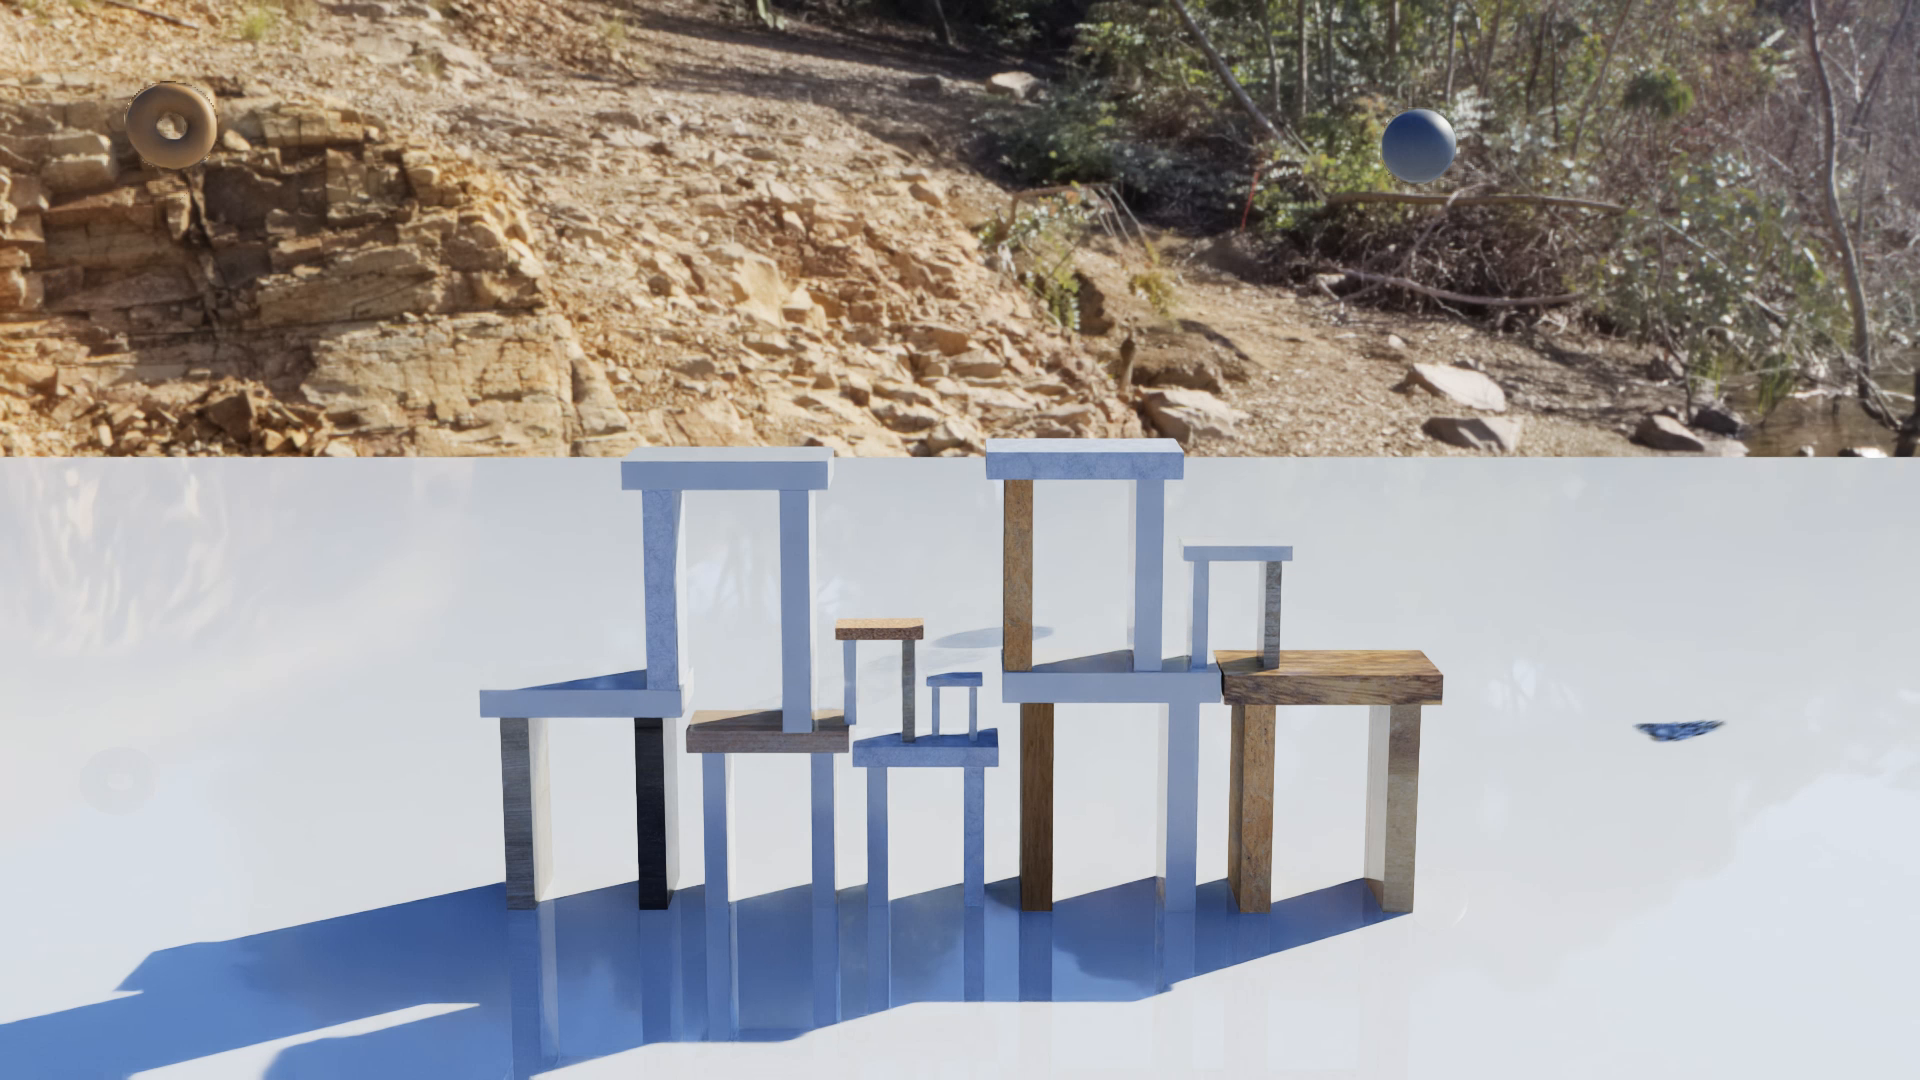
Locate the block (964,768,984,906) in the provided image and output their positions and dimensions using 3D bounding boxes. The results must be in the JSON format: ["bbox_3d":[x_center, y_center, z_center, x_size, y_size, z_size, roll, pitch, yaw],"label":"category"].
[{"bbox_3d":[0.023,0.474,3.646,0.034,0.237,0.118,0,11,0],"label":"block"}]

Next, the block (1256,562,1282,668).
[{"bbox_3d":[0.503,0.113,3.577,0.025,0.177,0.087,0,11,0],"label":"block"}]

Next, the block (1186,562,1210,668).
[{"bbox_3d":[0.386,0.112,3.577,0.025,0.175,0.087,0,11,0],"label":"block"}]

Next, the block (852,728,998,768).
[{"bbox_3d":[-0.056,0.341,3.621,0.237,0.034,0.118,0,11,0],"label":"block"}]

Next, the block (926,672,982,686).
[{"bbox_3d":[-0.009,0.228,3.600,0.092,0.013,0.046,0,11,0],"label":"block"}]

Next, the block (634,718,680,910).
[{"bbox_3d":[-0.501,0.430,3.643,0.046,0.324,0.162,0,11,0],"label":"block"}]

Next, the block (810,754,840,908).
[{"bbox_3d":[-0.223,0.462,3.641,0.037,0.263,0.131,0,11,0],"label":"block"}]

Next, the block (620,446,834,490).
[{"bbox_3d":[-0.370,-0.116,3.538,0.325,0.046,0.162,0,11,0],"label":"block"}]

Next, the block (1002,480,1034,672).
[{"bbox_3d":[0.094,0.044,3.572,0.044,0.311,0.155,0,11,0],"label":"block"}]

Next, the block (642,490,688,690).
[{"bbox_3d":[-0.478,0.067,3.572,0.046,0.325,0.162,0,11,0],"label":"block"}]

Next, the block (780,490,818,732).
[{"bbox_3d":[-0.262,0.101,3.577,0.046,0.395,0.162,0,11,0],"label":"block"}]

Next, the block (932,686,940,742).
[{"bbox_3d":[-0.040,0.279,3.610,0.013,0.092,0.046,0,11,0],"label":"block"}]

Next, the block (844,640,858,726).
[{"bbox_3d":[-0.179,0.225,3.600,0.020,0.142,0.071,0,11,0],"label":"block"}]

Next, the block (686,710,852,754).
[{"bbox_3d":[-0.311,0.314,3.613,0.263,0.037,0.131,0,11,0],"label":"block"}]

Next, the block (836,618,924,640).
[{"bbox_3d":[-0.131,0.145,3.586,0.142,0.020,0.071,0,11,-1],"label":"block"}]

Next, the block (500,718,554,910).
[{"bbox_3d":[-0.717,0.430,3.643,0.046,0.324,0.162,0,11,0],"label":"block"}]

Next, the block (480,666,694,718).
[{"bbox_3d":[-0.609,0.248,3.609,0.324,0.046,0.162,0,11,0],"label":"block"}]

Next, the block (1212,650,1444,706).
[{"bbox_3d":[0.597,0.224,3.597,0.348,0.049,0.174,0,11,0],"label":"block"}]

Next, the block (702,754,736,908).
[{"bbox_3d":[-0.398,0.462,3.641,0.037,0.263,0.131,0,11,0],"label":"block"}]

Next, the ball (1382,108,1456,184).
[{"bbox_3d":[1.176,-1.009,5.636,0.189,0.189,0.189,0,11,0],"label":"ball"}]

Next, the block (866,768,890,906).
[{"bbox_3d":[-0.135,0.474,3.646,0.034,0.237,0.118,0,11,0],"label":"block"}]

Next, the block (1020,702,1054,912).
[{"bbox_3d":[0.126,0.417,3.641,0.050,0.350,0.175,0,11,0],"label":"block"}]

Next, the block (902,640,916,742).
[{"bbox_3d":[-0.084,0.240,3.604,0.020,0.172,0.071,0,11,0],"label":"block"}]

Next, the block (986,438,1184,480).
[{"bbox_3d":[0.197,-0.131,3.540,0.311,0.044,0.155,0,11,0],"label":"block"}]

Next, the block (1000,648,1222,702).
[{"bbox_3d":[0.243,0.221,3.604,0.350,0.050,0.175,0,11,0],"label":"block"}]

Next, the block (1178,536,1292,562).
[{"bbox_3d":[0.445,0.014,3.558,0.175,0.025,0.087,0,11,0],"label":"block"}]

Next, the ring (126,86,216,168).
[{"bbox_3d":[-2.190,-1.150,6.112,0.238,0.238,0.079,-4,-8,-21],"label":"ring"}]

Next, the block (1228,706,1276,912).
[{"bbox_3d":[0.481,0.420,3.633,0.049,0.348,0.174,0,11,0],"label":"block"}]

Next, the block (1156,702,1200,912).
[{"bbox_3d":[0.359,0.417,3.641,0.050,0.350,0.175,0,11,0],"label":"block"}]

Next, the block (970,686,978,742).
[{"bbox_3d":[0.022,0.279,3.610,0.013,0.092,0.046,0,11,0],"label":"block"}]

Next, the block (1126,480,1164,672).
[{"bbox_3d":[0.301,0.044,3.572,0.044,0.310,0.155,0,11,0],"label":"block"}]

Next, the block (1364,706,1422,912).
[{"bbox_3d":[0.713,0.420,3.633,0.049,0.348,0.174,0,11,0],"label":"block"}]
